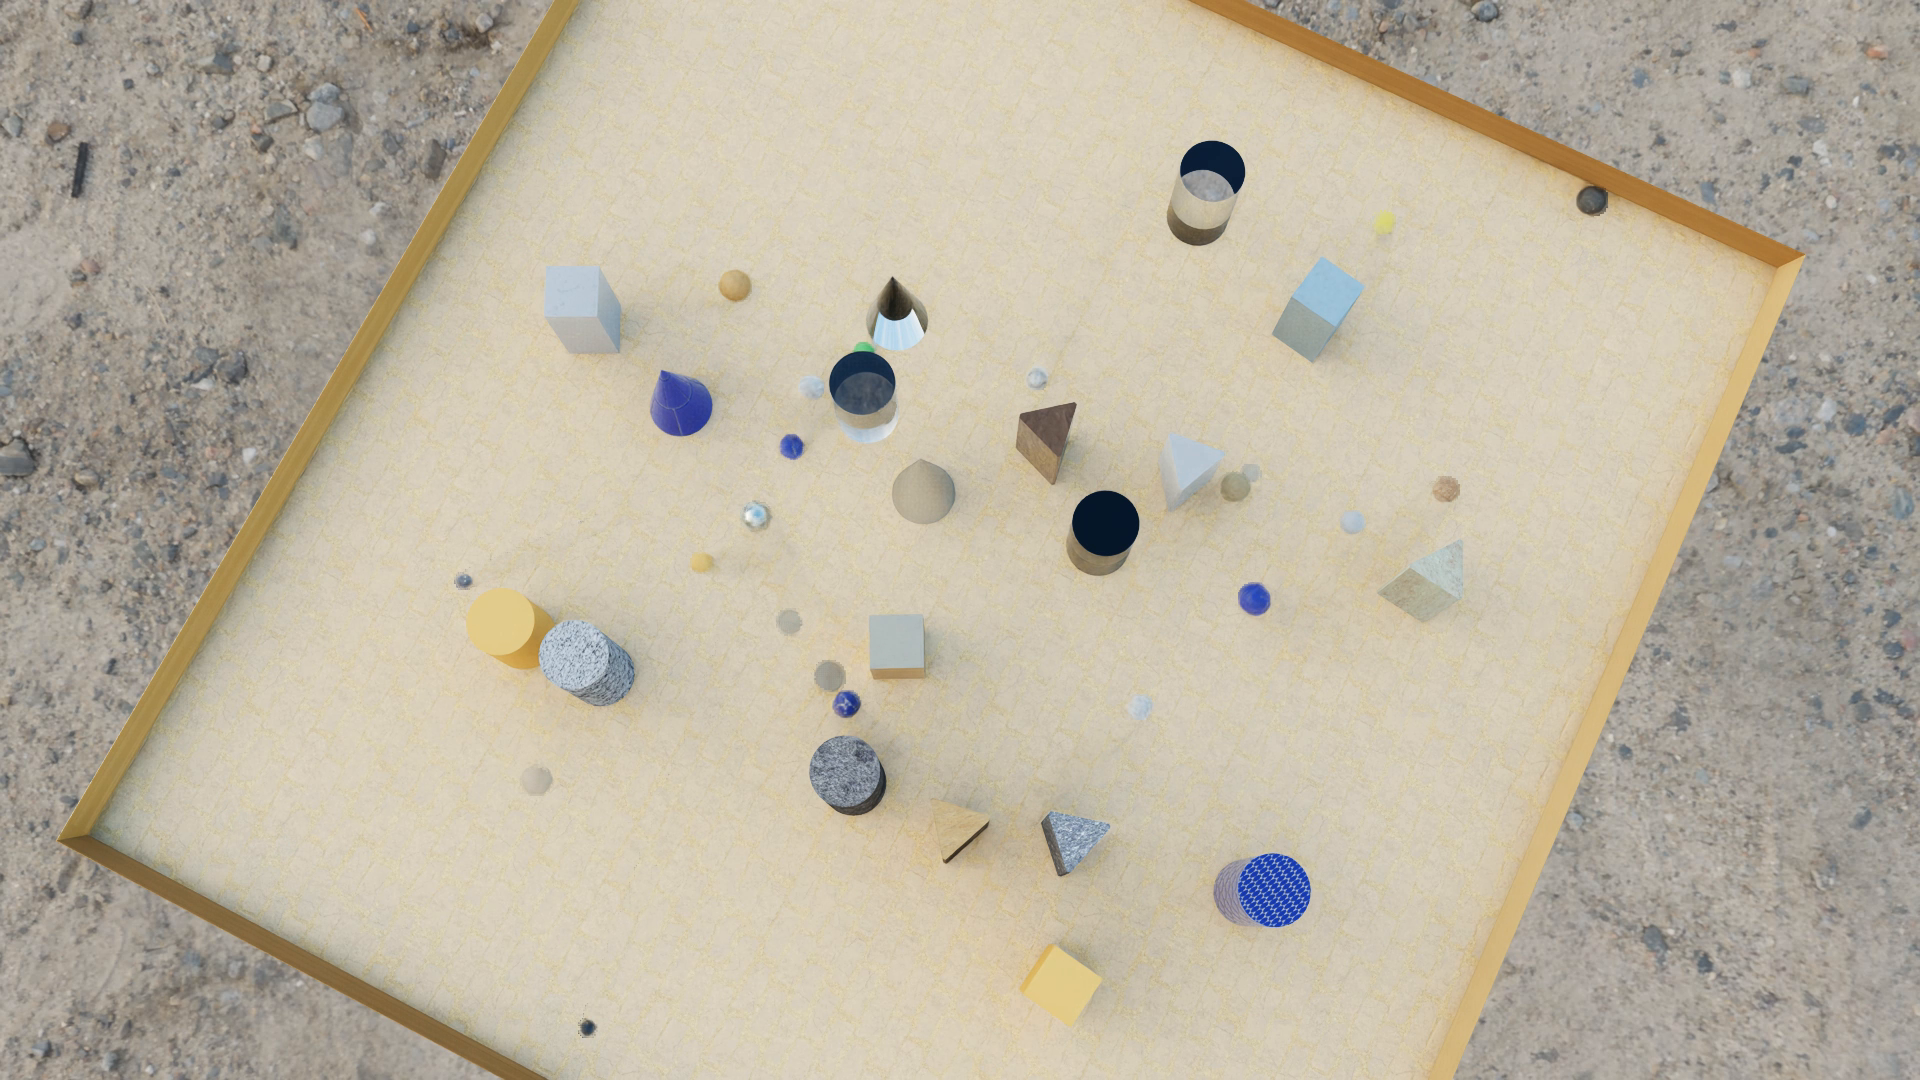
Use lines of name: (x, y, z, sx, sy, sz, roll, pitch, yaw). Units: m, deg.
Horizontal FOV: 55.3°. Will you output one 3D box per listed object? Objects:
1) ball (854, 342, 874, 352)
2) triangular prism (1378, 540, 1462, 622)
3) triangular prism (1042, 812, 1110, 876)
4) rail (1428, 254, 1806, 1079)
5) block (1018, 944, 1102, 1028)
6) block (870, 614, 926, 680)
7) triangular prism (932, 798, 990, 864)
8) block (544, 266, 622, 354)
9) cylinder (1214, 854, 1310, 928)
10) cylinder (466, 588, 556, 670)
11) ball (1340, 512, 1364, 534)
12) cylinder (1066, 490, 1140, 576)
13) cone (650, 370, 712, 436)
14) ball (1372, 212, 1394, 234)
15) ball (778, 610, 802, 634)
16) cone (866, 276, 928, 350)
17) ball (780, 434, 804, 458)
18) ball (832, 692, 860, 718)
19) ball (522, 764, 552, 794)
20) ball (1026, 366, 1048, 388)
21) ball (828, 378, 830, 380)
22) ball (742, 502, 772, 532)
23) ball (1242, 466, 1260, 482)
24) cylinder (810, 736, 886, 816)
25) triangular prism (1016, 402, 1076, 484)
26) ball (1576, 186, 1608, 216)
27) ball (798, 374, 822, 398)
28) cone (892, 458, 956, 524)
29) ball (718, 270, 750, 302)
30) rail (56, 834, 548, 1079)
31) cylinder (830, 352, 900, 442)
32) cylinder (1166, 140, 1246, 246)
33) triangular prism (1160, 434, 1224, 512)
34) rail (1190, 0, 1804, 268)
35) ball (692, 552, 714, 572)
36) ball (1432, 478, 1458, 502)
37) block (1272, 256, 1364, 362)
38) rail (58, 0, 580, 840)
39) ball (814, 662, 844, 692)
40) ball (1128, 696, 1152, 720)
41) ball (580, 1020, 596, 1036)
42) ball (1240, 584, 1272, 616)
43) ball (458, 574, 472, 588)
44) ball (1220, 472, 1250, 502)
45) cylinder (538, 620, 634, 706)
ball: (-0.299, -0.582, 5.702, 0.068, 0.068, 0.068, 0, 78, 0)
triangular prism: (1.380, 0.102, 5.382, 0.170, 0.419, 0.147, 33, 80, 6)
triangular prism: (0.296, 0.835, 5.199, 0.147, 0.479, 0.170, 42, 81, 8)
rail: (1.715, 0.847, 5.375, 0.045, 0.127, 3.946, 26, 80, 5)
block: (0.280, 1.253, 5.171, 0.157, 0.365, 0.157, 34, 80, 7)
block: (-0.184, 0.318, 5.425, 0.157, 0.246, 0.157, -1, 78, 0)
triangular prism: (-0.030, 0.808, 5.243, 0.170, 0.404, 0.147, -41, 81, -8)
block: (-1.145, -0.697, 5.577, 0.157, 0.360, 0.157, 0, 78, 0)
cylinder: (0.845, 0.990, 5.162, 0.196, 0.490, 0.196, 0, 78, 0)
cylinder: (-1.319, 0.264, 5.406, 0.196, 0.305, 0.196, 0, 78, 0)
ball: (1.194, -0.052, 5.590, 0.072, 0.072, 0.072, 0, 78, 0)
cylinder: (0.423, -0.017, 5.462, 0.196, 0.310, 0.196, 0, 78, 0)
cone: (-0.868, -0.456, 5.513, 0.196, 0.388, 0.196, 0, 78, 0)
ball: (1.337, -0.998, 5.788, 0.069, 0.069, 0.069, 0, 78, 0)
ball: (-0.512, 0.248, 5.529, 0.072, 0.072, 0.072, 0, 78, 0)
cone: (-0.198, -0.731, 5.559, 0.196, 0.409, 0.196, 0, 78, 0)
ball: (-0.519, -0.288, 5.638, 0.075, 0.075, 0.075, 0, 78, 0)
ball: (-0.340, 0.493, 5.473, 0.081, 0.081, 0.081, 0, 78, 0)
ball: (-1.252, 0.709, 5.425, 0.089, 0.089, 0.089, 0, 78, 0)
ball: (0.241, -0.507, 5.686, 0.069, 0.069, 0.069, 0, 78, 0)
ball: (-0.374, -0.501, 5.687, 0.066, 0.066, 0.066, 0, 78, 0)
ball: (-0.619, -0.068, 5.585, 0.090, 0.090, 0.090, 0, 78, 0)
ball: (0.895, -0.203, 5.631, 0.053, 0.053, 0.053, 0, 78, 0)
cylinder: (-0.317, 0.680, 5.253, 0.196, 0.437, 0.196, 0, 78, 0)
triangular prism: (0.284, -0.315, 5.501, 0.147, 0.355, 0.170, -42, 81, -8)
ball: (1.996, -1.074, 5.791, 0.093, 0.093, 0.093, 0, 78, 0)
ball: (-0.463, -0.475, 5.676, 0.075, 0.075, 0.075, 0, 78, 0)
cone: (-0.112, -0.188, 5.431, 0.196, 0.439, 0.196, 0, 78, 0)
ball: (-0.705, -0.796, 5.731, 0.098, 0.098, 0.098, 0, 78, 0)
rail: (-0.872, 1.714, 5.196, 3.883, 0.127, 0.045, 26, 80, 5)
cylinder: (-0.287, -0.429, 5.540, 0.196, 0.323, 0.196, 0, 78, 0)
cylinder: (0.755, -1.065, 5.651, 0.196, 0.364, 0.196, 0, 78, 0)
triangular prism: (0.663, -0.225, 5.506, 0.170, 0.307, 0.147, -39, 81, -7)
rail: (0.872, -1.700, 5.902, 3.883, 0.127, 0.045, 26, 80, 5)
ball: (-0.781, 0.069, 5.571, 0.061, 0.061, 0.061, 0, 78, 0)
ball: (1.486, -0.152, 5.610, 0.076, 0.076, 0.076, 0, 78, 0)
block: (1.086, -0.697, 5.578, 0.157, 0.358, 0.157, 36, 81, 7)
rail: (-1.715, -0.833, 5.723, 0.045, 0.127, 3.946, 26, 80, 5)
ball: (-0.392, 0.411, 5.485, 0.090, 0.090, 0.090, 0, 78, 0)
ball: (0.537, 0.501, 5.475, 0.075, 0.075, 0.075, 0, 78, 0)
ball: (-1.076, 1.412, 5.302, 0.044, 0.044, 0.044, 0, 78, 0)
ball: (0.892, 0.181, 5.531, 0.095, 0.095, 0.095, 0, 78, 0)
ball: (-1.505, 0.124, 5.568, 0.045, 0.045, 0.045, 0, 78, 0)
ball: (0.841, -0.160, 5.603, 0.091, 0.091, 0.091, 0, 78, 0)
cylinder: (-1.080, 0.363, 5.329, 0.196, 0.417, 0.196, 0, 78, 0)
